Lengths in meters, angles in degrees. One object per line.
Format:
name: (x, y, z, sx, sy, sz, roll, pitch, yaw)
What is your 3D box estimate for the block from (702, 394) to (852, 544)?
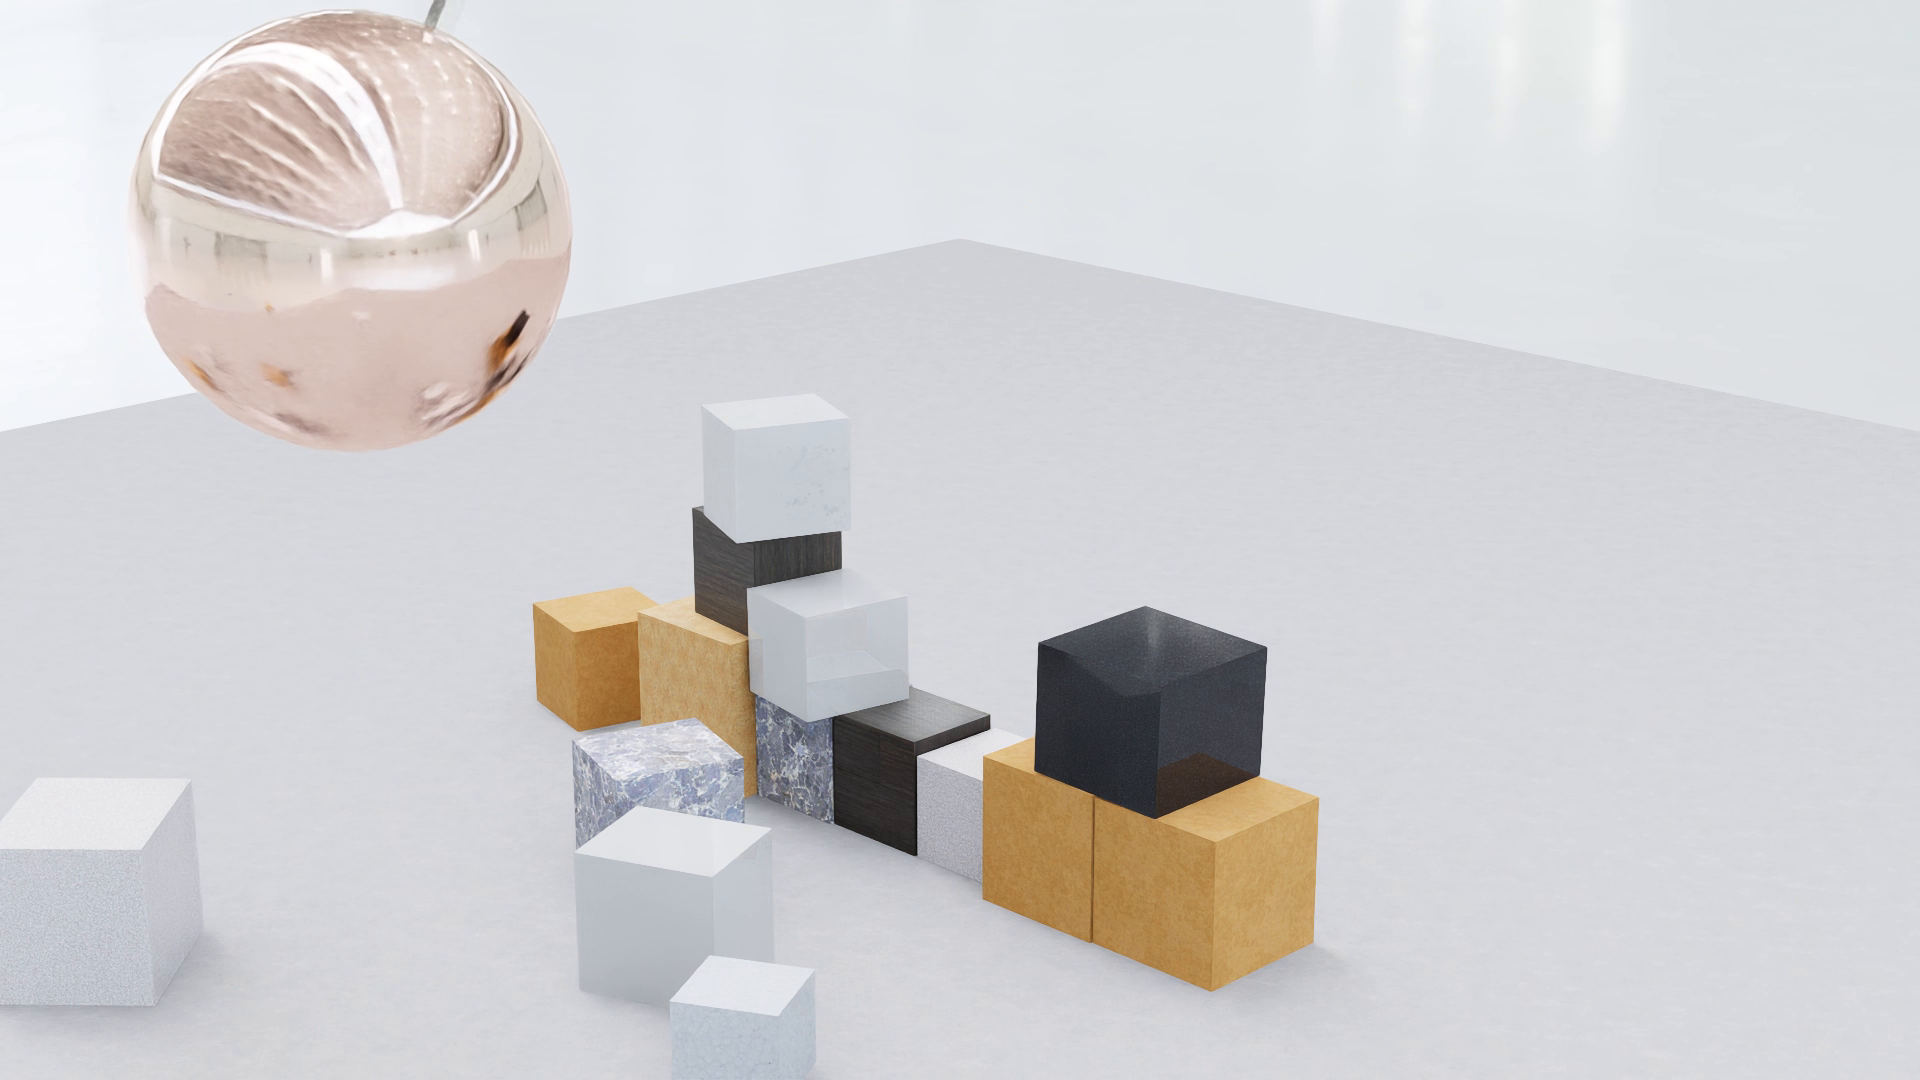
block: (-0.881, -0.349, 14.035, 0.575, 0.552, 0.496, -7, 19, -21)

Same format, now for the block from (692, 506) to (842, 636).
block: (-0.944, 0.116, 14.377, 0.516, 0.539, 0.534, -13, 22, -36)

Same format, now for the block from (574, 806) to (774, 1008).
block: (-1.198, 1.554, 12.355, 0.646, 0.626, 0.545, 7, 19, 22)

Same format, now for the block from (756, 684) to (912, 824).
block: (-0.611, 0.975, 14.300, 0.558, 0.565, 0.521, -17, 24, -42)

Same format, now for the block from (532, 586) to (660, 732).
block: (-1.873, 0.620, 15.459, 0.564, 0.546, 0.544, -10, 20, -29)

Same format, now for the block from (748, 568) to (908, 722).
block: (-0.630, 0.495, 14.010, 0.566, 0.518, 0.534, -12, 20, -32)

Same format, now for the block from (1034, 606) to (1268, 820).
block: (0.823, 0.734, 12.702, 0.701, 0.599, 0.695, 19, 25, 42)

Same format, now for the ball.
ball: (-2.213, -1.121, 10.669, 1.600, 1.600, 1.600, 0, 17, 0)

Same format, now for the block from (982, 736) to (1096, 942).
block: (0.569, 1.285, 13.103, 0.653, 0.692, 0.670, 17, 24, 42)

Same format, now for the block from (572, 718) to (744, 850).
block: (-1.377, 1.234, 13.411, 0.610, 0.603, 0.568, -9, 19, -26)

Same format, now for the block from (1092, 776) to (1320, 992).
block: (1.059, 1.428, 12.663, 0.683, 0.682, 0.675, -17, 24, -42)

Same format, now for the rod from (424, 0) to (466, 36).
rod: (-0.959, -4.264, 10.996, 0.080, 5.200, 0.080, 17, -7, 42)

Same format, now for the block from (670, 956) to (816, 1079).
block: (-0.847, 1.933, 11.516, 0.445, 0.407, 0.425, 5, 18, 16)

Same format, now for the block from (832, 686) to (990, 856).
block: (-0.229, 1.090, 13.926, 0.552, 0.570, 0.505, 17, 24, 42)

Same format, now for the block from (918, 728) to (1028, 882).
block: (0.175, 1.237, 13.574, 0.516, 0.501, 0.538, -17, 24, -42)

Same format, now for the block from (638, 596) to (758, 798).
block: (-1.063, 0.730, 14.672, 0.807, 0.810, 0.704, -17, 24, -42)

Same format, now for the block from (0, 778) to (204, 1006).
block: (-3.674, 1.484, 12.453, 0.673, 0.702, 0.766, 0, 17, 1)
